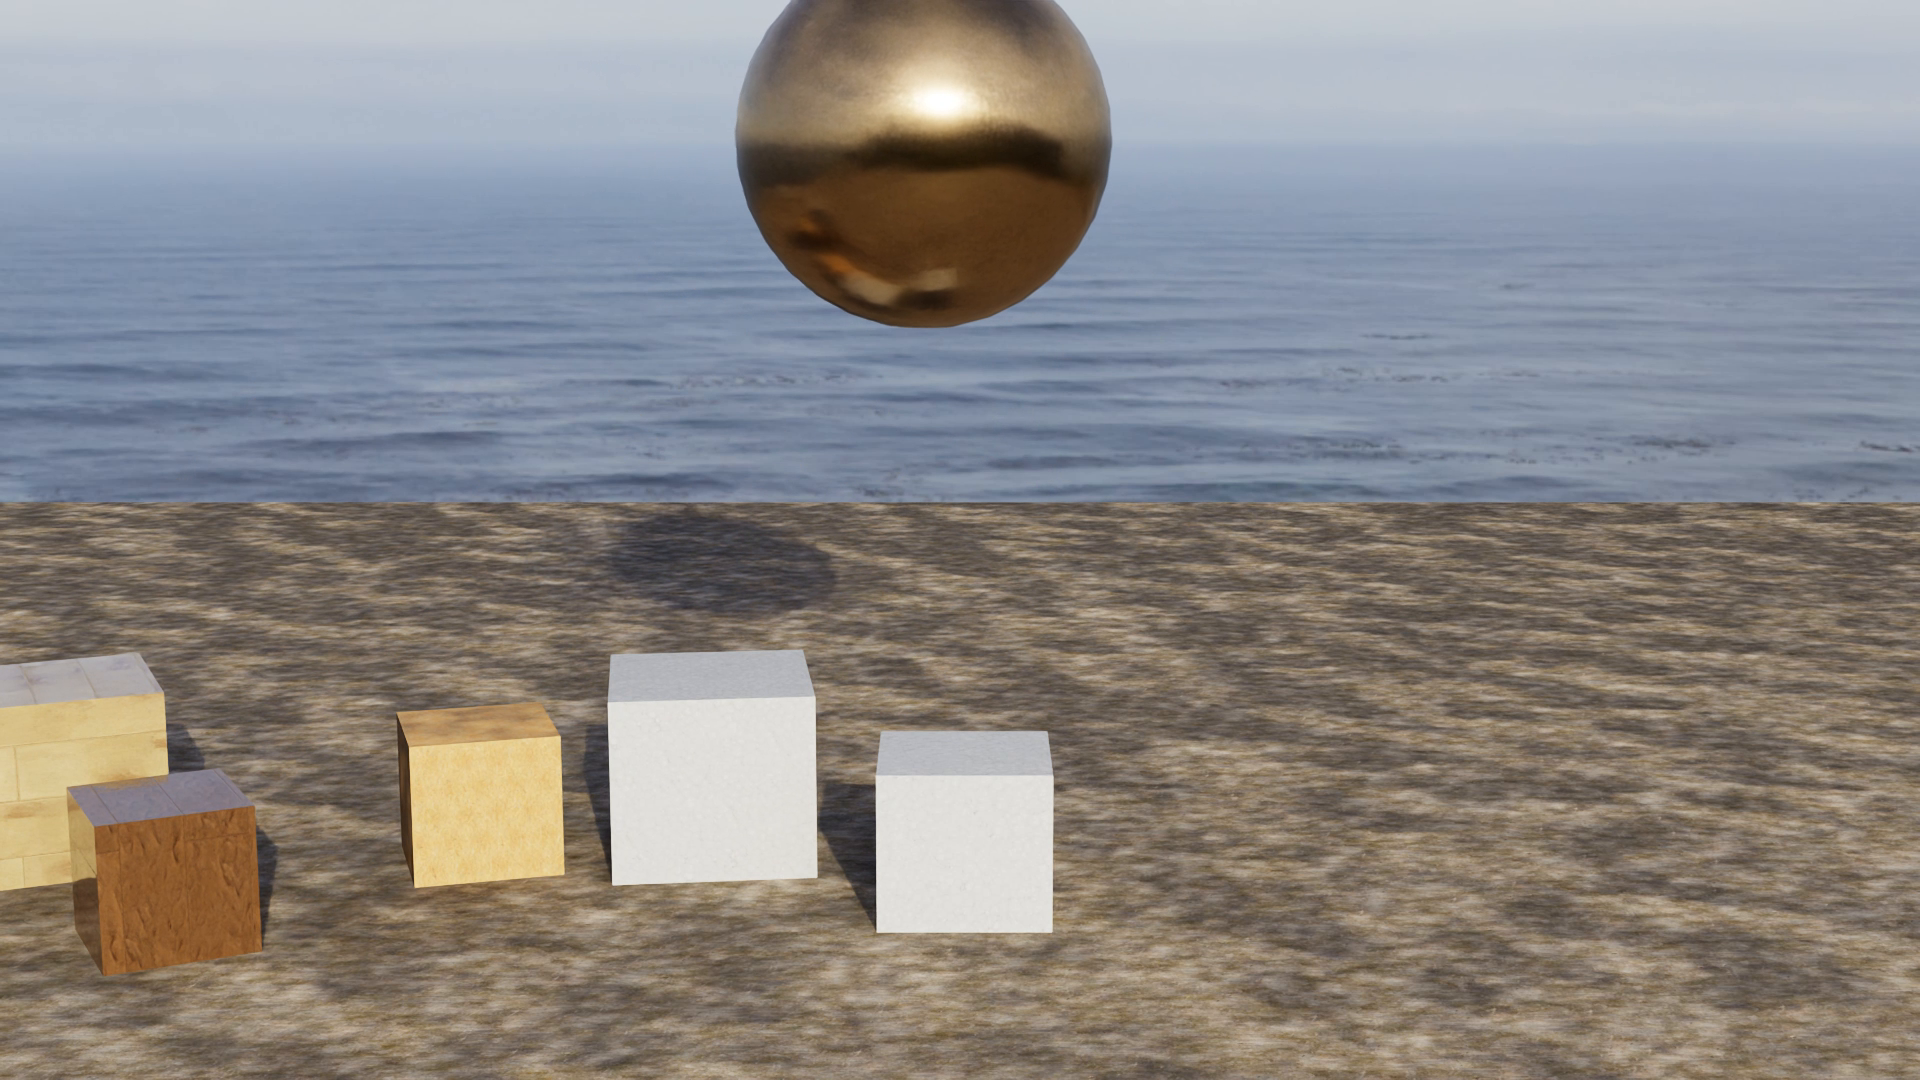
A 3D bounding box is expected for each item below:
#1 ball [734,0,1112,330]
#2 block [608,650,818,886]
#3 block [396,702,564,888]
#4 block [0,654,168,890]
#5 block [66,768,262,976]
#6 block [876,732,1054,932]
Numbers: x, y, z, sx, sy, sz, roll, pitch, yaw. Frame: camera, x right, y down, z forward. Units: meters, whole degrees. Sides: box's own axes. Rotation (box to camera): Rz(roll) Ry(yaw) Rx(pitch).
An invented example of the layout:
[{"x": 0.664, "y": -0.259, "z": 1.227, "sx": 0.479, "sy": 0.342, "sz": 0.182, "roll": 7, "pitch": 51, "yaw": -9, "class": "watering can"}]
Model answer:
[{"x": -0.155, "y": -1.697, "z": 10.872, "sx": 1.600, "sy": 1.600, "sz": 1.600, "roll": 0, "pitch": 10, "yaw": 0, "class": "ball"}, {"x": -1.133, "y": 1.015, "z": 11.680, "sx": 0.898, "sy": 0.823, "sz": 0.938, "roll": -1, "pitch": 10, "yaw": -7, "class": "block"}, {"x": -2.164, "y": 1.136, "z": 11.548, "sx": 0.654, "sy": 0.634, "sz": 0.645, "roll": -3, "pitch": 11, "yaw": -17, "class": "block"}, {"x": -4.080, "y": 1.035, "z": 11.603, "sx": 0.856, "sy": 0.813, "sz": 0.859, "roll": -5, "pitch": 11, "yaw": -24, "class": "block"}, {"x": -3.253, "y": 1.342, "z": 10.475, "sx": 0.621, "sy": 0.612, "sz": 0.643, "roll": -5, "pitch": 12, "yaw": -28, "class": "block"}, {"x": 0.019, "y": 1.231, "z": 10.922, "sx": 0.727, "sy": 0.671, "sz": 0.723, "roll": 0, "pitch": 10, "yaw": 0, "class": "block"}]
